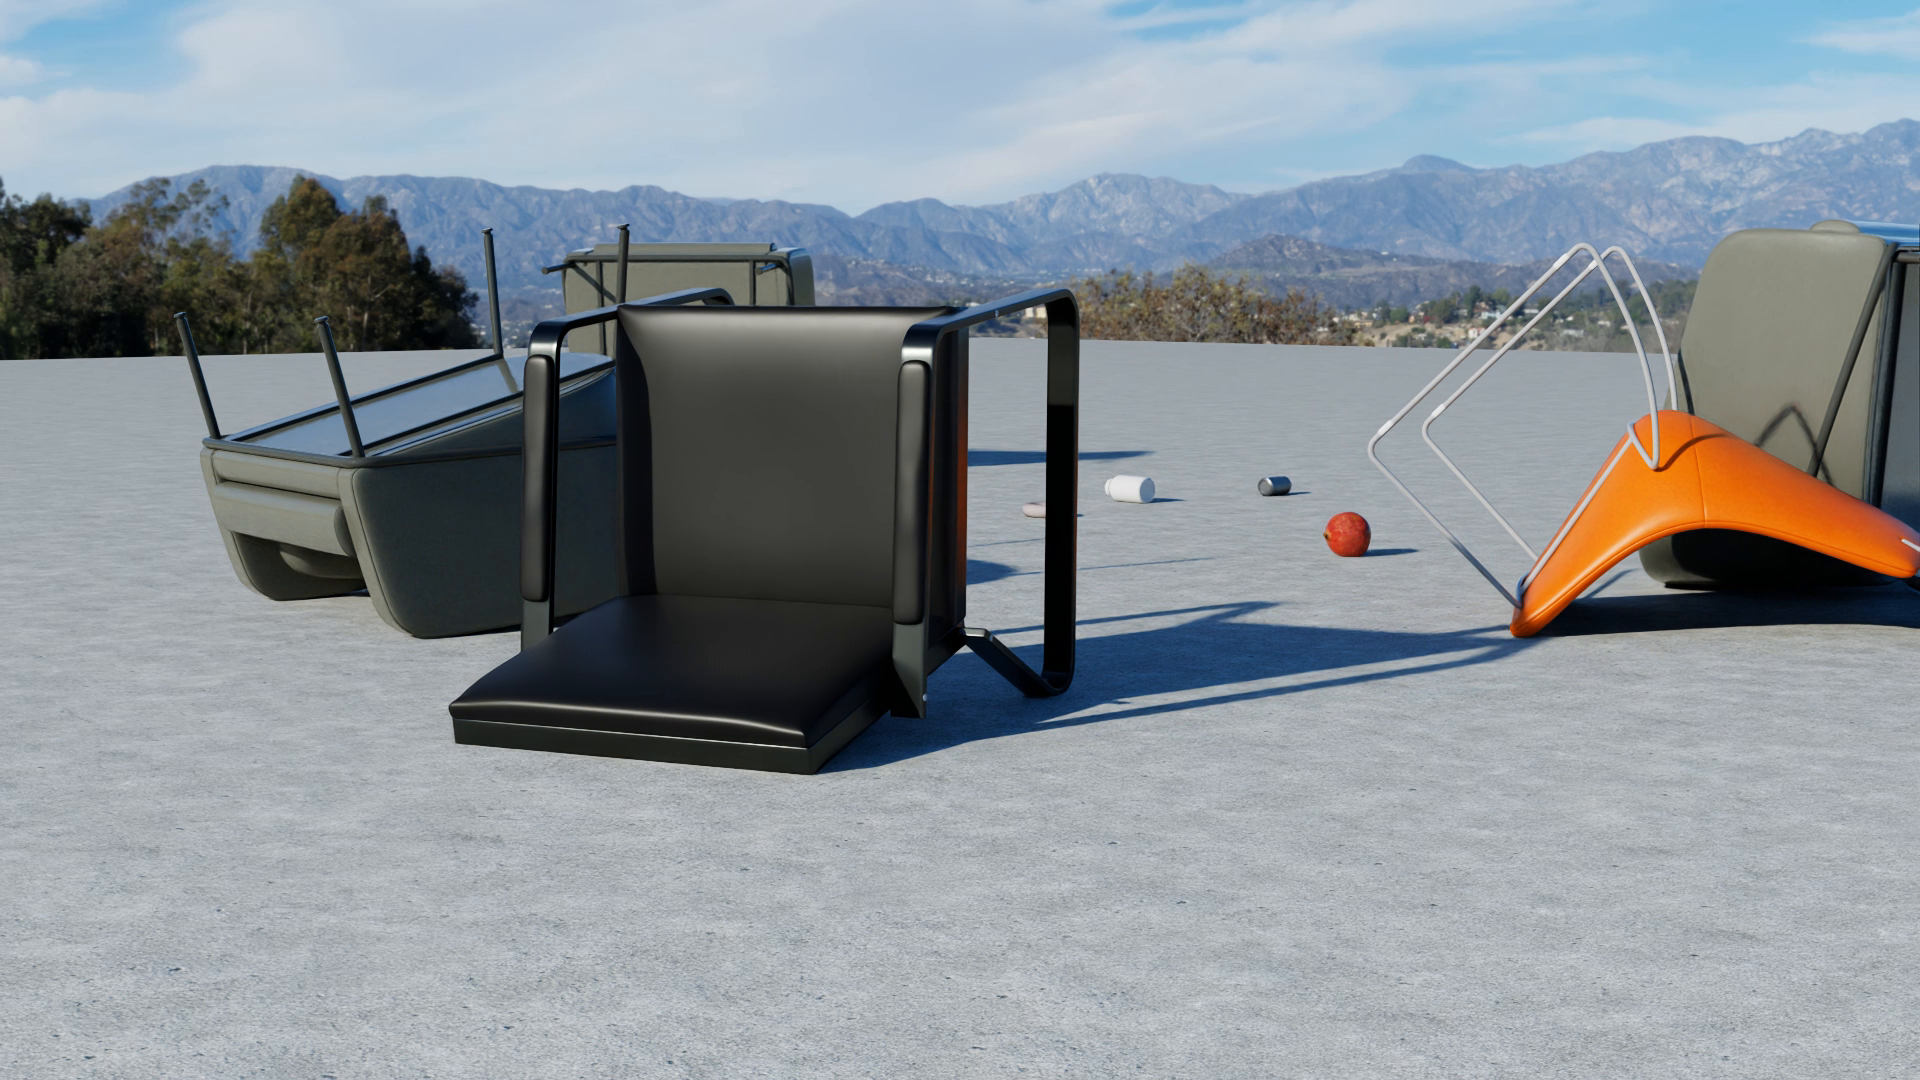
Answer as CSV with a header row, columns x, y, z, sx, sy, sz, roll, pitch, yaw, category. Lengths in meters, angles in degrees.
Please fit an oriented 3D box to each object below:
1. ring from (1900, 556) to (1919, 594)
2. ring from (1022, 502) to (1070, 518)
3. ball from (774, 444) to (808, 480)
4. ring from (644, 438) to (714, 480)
x,y,z,sx,sy,sz,roll,pitch,yaw,category
2.061,0.081,5.229,0.196,0.082,0.345,-4,8,-22,ring
0.235,-0.082,7.036,0.116,0.036,0.150,-6,9,-36,ring
-0.547,-0.253,8.307,0.115,0.115,0.115,0,6,0,ball
-0.917,-0.264,8.364,0.223,0.126,0.233,-4,5,-18,ring
